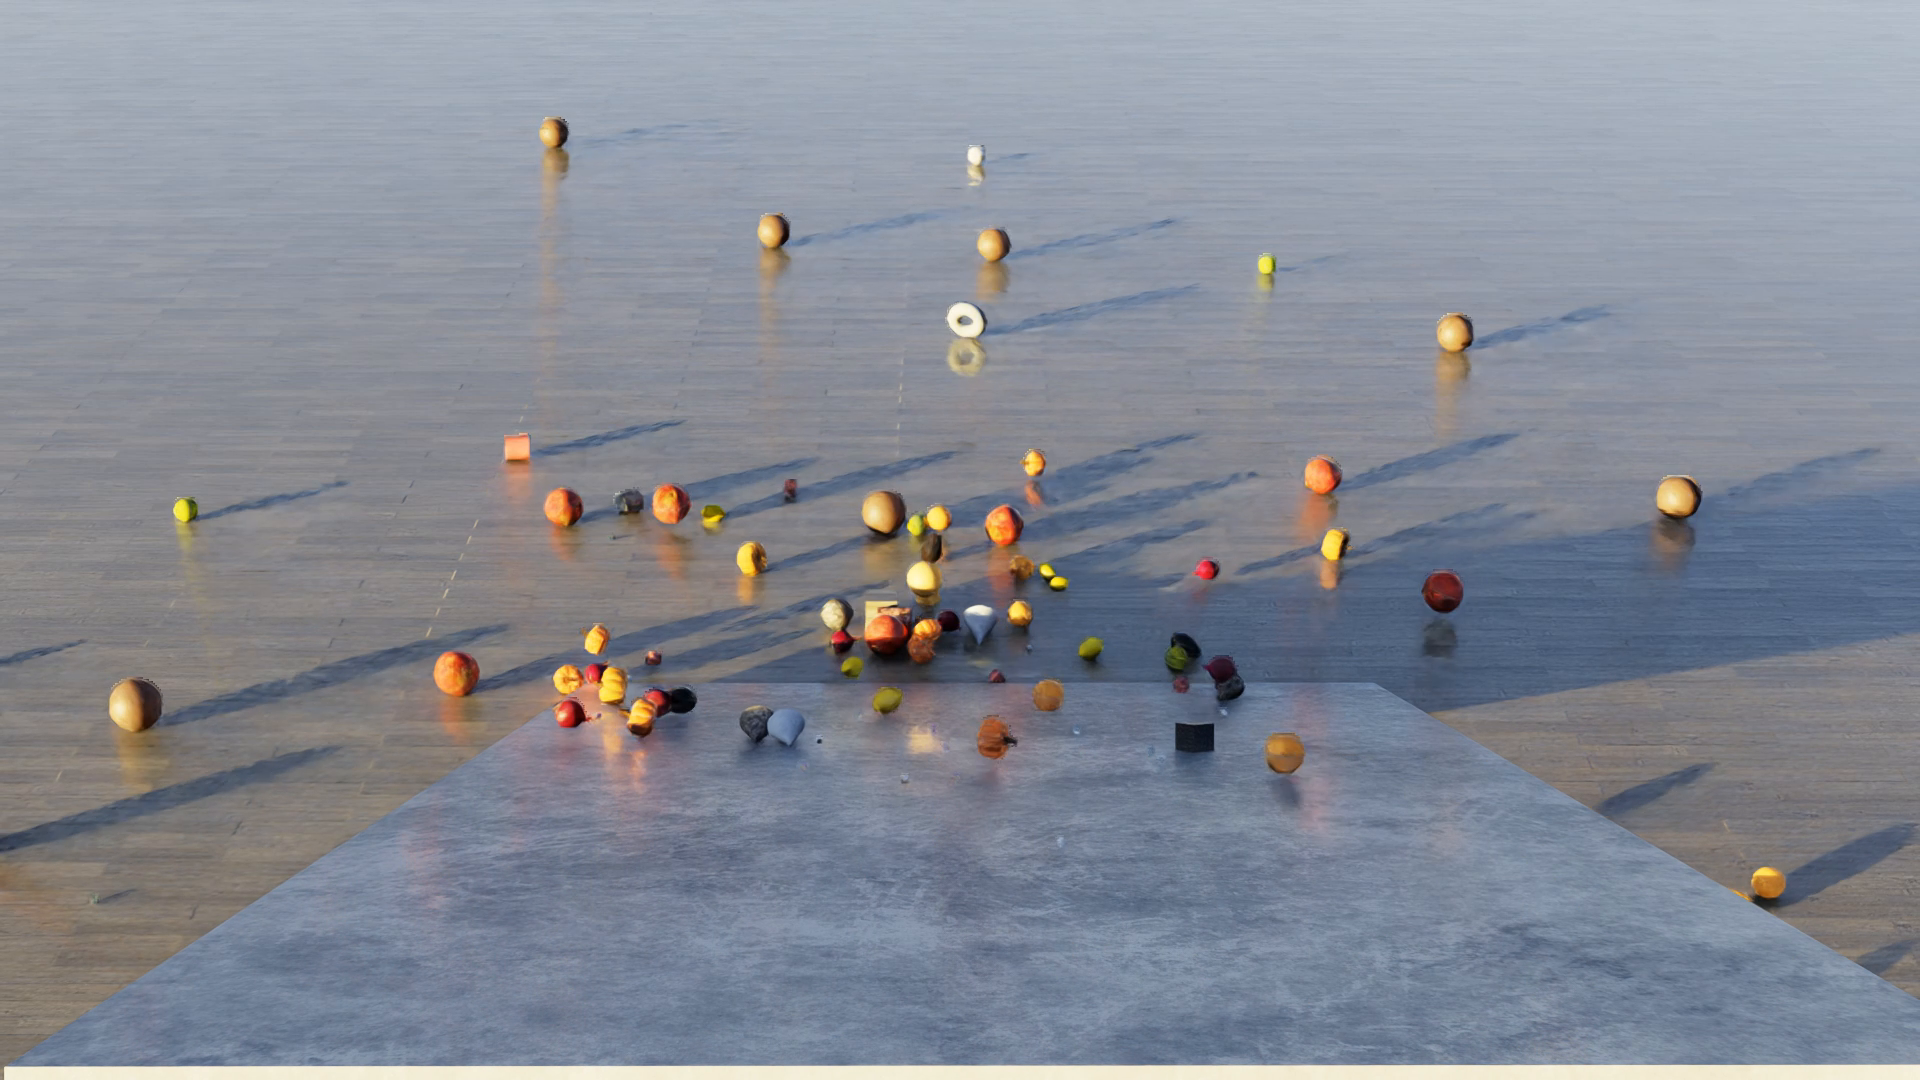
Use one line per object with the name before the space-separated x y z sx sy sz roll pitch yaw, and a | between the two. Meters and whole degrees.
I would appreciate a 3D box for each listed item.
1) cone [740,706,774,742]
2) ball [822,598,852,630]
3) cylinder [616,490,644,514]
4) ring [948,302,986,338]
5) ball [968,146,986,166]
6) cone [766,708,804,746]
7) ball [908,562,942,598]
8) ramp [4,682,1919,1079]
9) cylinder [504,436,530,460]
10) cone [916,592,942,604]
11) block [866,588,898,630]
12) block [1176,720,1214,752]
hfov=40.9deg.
cone | -0.416 0.394 5.280 0.079 0.079 0.079 0 29 0
ball | -0.335 0.202 7.033 0.085 0.085 0.085 0 24 0
cylinder | -0.997 -0.114 7.784 0.061 0.061 0.061 -18 29 -35
ring | 0.027 -0.788 9.234 0.144 0.144 0.048 7 42 16
ball | 0.076 -1.701 11.396 0.082 0.082 0.082 0 24 0
cone | -0.350 0.396 5.236 0.078 0.078 0.078 -5 34 -11
ball | -0.097 0.109 7.143 0.098 0.098 0.098 0 24 0
ramp | 0.054 0.491 4.542 2.000 0.100 4.000 0 2 0
cylinder | -1.406 -0.292 8.175 0.072 0.072 0.072 -5 24 -13
cone | -0.089 0.133 7.207 0.072 0.072 0.072 0 24 0
block | -0.214 0.190 7.058 0.086 0.086 0.086 0 24 -1
block | 0.467 0.391 5.120 0.054 0.054 0.054 -2 3 -37
